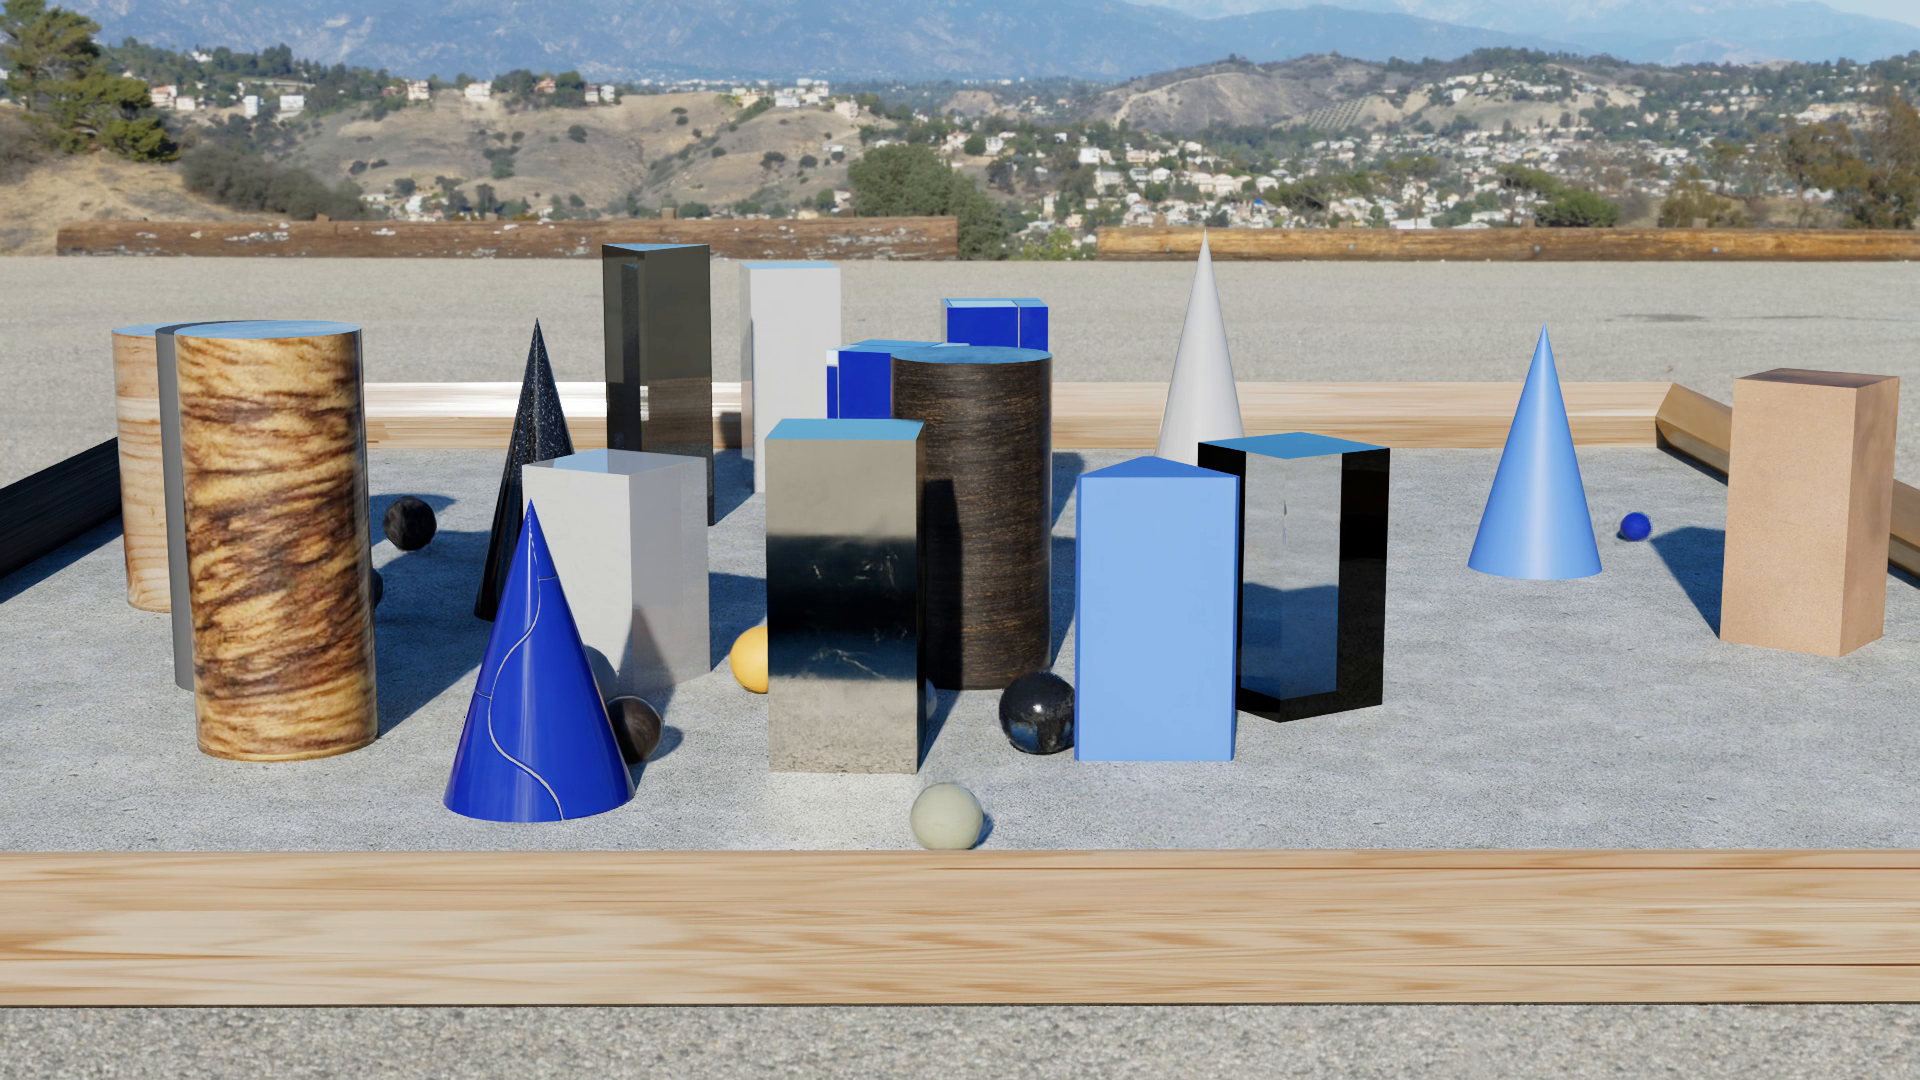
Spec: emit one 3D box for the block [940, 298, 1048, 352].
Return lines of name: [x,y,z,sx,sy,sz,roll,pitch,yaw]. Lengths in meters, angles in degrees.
block: [0.052,-0.191,4.010,0.154,0.361,0.154,-1,11,-4]

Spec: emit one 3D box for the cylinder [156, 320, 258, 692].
cylinder: [-0.844,-0.042,3.049,0.193,0.420,0.193,0,11,0]

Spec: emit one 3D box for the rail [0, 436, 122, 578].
rail: [-1.349,0.034,3.441,0.045,0.125,2.961,0,11,0]

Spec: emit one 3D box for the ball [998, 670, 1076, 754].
ball: [0.085,0.184,2.740,0.089,0.089,0.089,0,11,0]

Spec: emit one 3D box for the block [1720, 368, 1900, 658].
block: [1.079,-0.039,3.259,0.154,0.336,0.154,8,13,38]

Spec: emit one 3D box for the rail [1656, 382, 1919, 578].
rail: [1.349,0.031,3.457,0.045,0.125,2.961,0,11,0]

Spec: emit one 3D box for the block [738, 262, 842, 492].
block: [-0.295,-0.286,4.464,0.154,0.383,0.154,-2,11,-12]

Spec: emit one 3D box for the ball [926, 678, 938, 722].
ball: [-0.057,0.177,2.841,0.065,0.065,0.065,0,11,0]

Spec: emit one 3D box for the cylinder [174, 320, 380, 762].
cylinder: [-0.732,-0.003,2.759,0.193,0.448,0.193,0,11,0]

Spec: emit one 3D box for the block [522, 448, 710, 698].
block: [-0.407,0.037,3.052,0.154,0.263,0.154,6,12,29]

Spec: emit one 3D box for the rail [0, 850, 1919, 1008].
rail: [0.008,0.298,2.017,2.746,0.125,0.045,0,11,0]

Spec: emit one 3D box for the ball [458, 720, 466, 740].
ball: [-0.493,0.207,2.687,0.063,0.063,0.063,0,11,0]

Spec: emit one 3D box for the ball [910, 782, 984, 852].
ball: [-0.012,0.259,2.389,0.068,0.068,0.068,0,11,0]

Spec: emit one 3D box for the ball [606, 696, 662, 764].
ball: [-0.349,0.200,2.696,0.072,0.072,0.072,0,11,0]

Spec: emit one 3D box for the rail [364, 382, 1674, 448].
rail: [-0.008,-0.234,4.881,2.746,0.125,0.045,0,11,0]

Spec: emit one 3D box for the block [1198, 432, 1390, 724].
block: [0.379,0.039,2.946,0.154,0.298,0.154,-7,13,-33]

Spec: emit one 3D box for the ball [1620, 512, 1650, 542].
ball: [1.040,-0.020,3.951,0.046,0.046,0.046,0,11,0]

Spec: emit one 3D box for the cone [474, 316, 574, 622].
cone: [-0.559,-0.101,3.427,0.193,0.397,0.193,0,11,0]

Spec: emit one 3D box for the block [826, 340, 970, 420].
block: [-0.087,-0.110,3.656,0.154,0.331,0.154,4,11,21]

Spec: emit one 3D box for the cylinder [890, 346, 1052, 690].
cylinder: [0.014,-0.030,3.077,0.193,0.386,0.193,0,11,0]

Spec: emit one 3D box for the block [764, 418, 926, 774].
block: [-0.118,0.056,2.710,0.154,0.350,0.154,1,11,3]

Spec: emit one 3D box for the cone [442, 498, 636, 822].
cone: [-0.424,0.107,2.560,0.193,0.305,0.193,0,11,0]

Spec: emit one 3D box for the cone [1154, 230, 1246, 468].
cone: [0.401,-0.284,4.239,0.193,0.460,0.193,0,11,0]

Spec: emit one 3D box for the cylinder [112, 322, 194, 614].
cylinder: [-1.046,-0.102,3.502,0.193,0.372,0.193,0,11,0]

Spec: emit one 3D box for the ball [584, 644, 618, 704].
ball: [-0.428,0.161,2.838,0.096,0.096,0.096,0,11,0]

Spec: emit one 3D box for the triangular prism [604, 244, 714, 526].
triangular prism: [-0.499,-0.238,4.030,0.145,0.446,0.167,7,12,32]

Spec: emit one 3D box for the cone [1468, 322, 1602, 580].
cone: [0.842,-0.138,3.727,0.193,0.360,0.193,0,11,0]

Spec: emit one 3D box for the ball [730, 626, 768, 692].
ball: [-0.230,0.139,3.005,0.079,0.079,0.079,0,11,0]

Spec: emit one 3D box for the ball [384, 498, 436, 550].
ball: [-0.833,-0.024,3.884,0.079,0.079,0.079,0,11,0]

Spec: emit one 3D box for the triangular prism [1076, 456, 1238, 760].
triangular prism: [0.206,0.071,2.760,0.167,0.304,0.145,0,11,0]

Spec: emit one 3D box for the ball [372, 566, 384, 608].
ball: [-0.806,0.065,3.418,0.074,0.074,0.074,0,11,0]
